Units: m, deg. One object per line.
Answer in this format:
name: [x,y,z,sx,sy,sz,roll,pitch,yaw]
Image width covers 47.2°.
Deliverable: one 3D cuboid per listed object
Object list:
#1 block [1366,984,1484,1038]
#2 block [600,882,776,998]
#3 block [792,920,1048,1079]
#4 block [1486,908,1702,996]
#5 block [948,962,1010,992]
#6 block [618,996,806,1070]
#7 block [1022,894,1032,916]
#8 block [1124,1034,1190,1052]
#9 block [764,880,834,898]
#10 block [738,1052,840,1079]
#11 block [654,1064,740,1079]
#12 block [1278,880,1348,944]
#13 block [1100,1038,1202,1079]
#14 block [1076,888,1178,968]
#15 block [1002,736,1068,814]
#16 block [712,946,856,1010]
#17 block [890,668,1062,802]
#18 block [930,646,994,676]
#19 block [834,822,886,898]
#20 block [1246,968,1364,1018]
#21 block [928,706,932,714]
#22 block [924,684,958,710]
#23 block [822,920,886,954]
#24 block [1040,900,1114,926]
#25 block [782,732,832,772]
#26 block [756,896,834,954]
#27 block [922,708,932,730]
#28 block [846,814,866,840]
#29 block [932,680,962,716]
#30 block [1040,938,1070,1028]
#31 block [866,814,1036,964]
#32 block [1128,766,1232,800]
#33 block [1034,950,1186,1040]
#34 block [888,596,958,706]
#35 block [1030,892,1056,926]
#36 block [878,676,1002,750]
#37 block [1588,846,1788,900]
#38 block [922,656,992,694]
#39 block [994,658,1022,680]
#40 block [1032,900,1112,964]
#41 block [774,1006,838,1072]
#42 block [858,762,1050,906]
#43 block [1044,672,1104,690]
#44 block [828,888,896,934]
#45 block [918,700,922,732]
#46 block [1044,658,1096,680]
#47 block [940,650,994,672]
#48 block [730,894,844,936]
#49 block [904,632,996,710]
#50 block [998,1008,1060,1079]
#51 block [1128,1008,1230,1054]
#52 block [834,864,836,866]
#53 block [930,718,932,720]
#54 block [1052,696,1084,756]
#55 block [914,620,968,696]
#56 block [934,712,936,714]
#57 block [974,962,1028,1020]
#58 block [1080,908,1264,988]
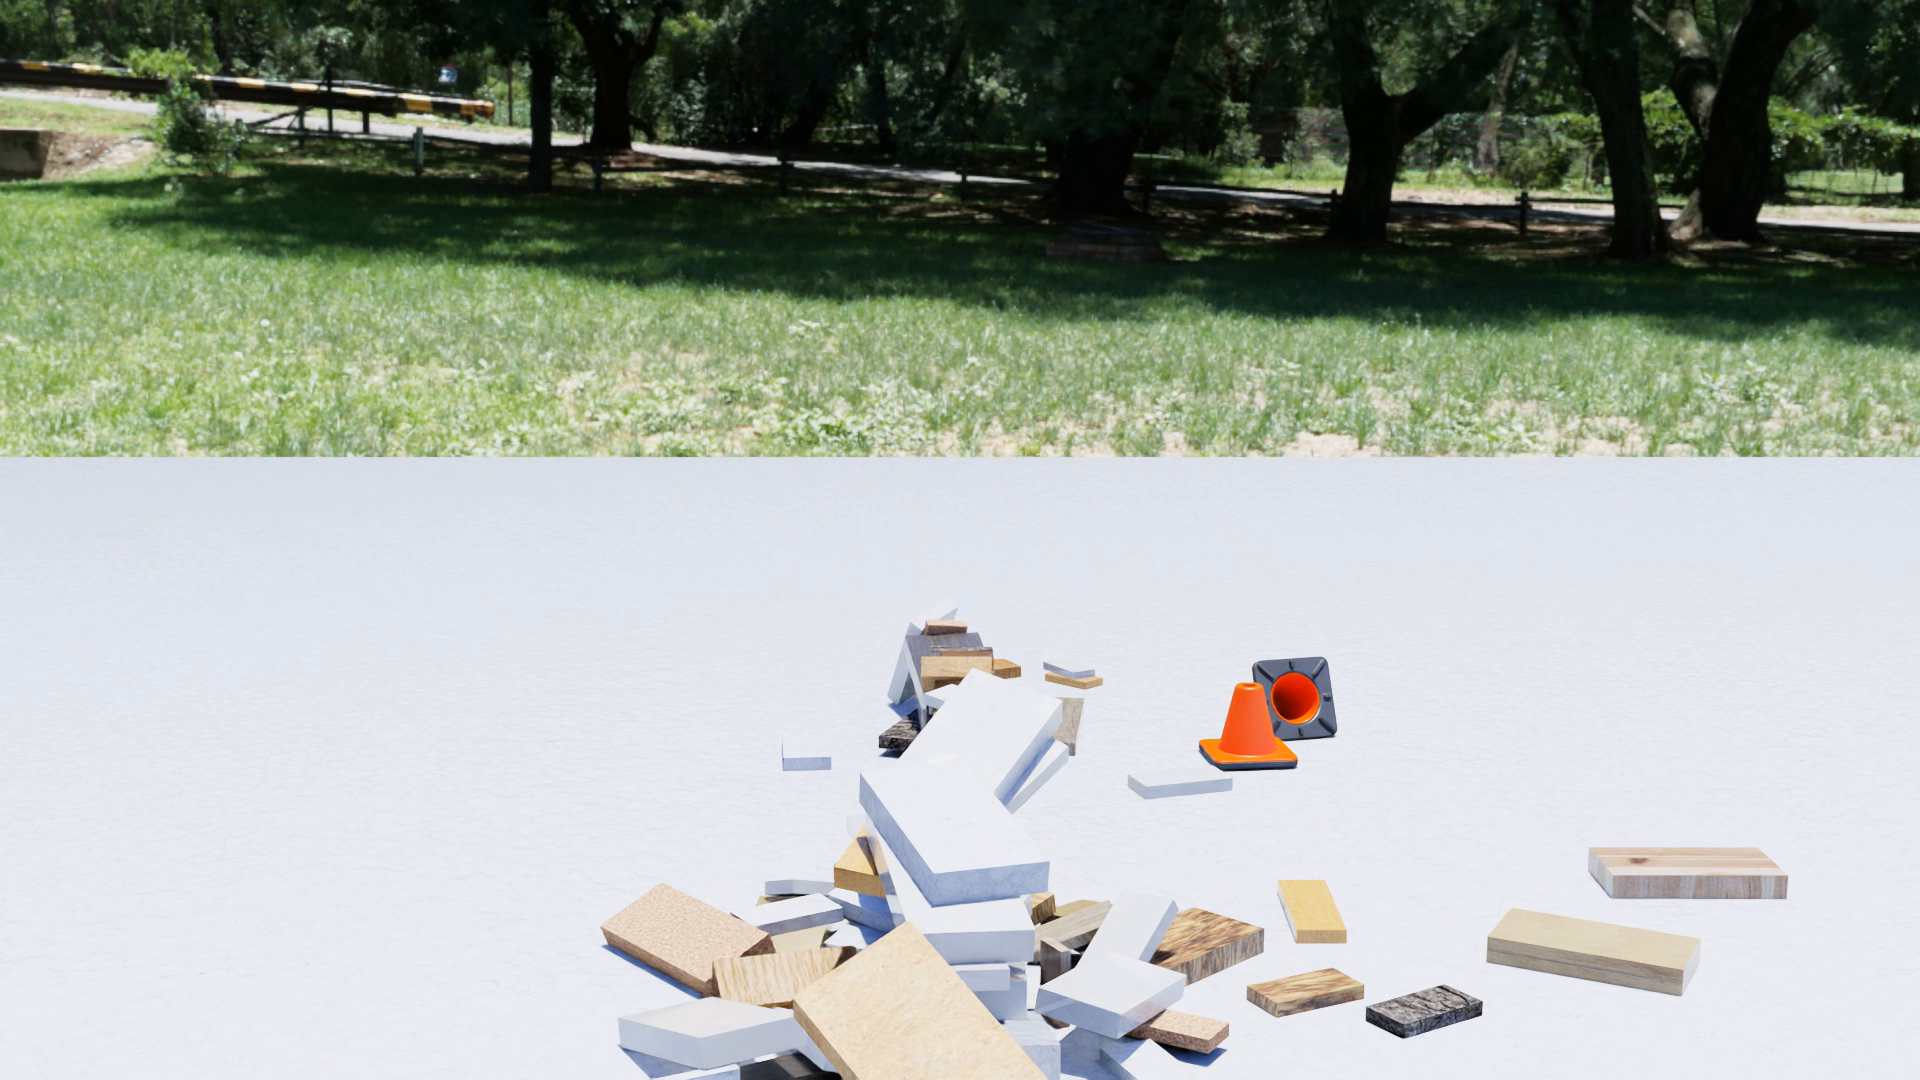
block: [0.665,0.675,3.151,0.155,0.022,0.077,-7,12,-32]
block: [-0.418,0.608,3.354,0.123,0.035,0.298,-34,28,-31]
block: [-0.024,0.637,2.625,0.177,0.050,0.355,-30,58,-25]
block: [0.967,0.627,3.359,0.290,0.041,0.145,6,12,28]
block: [0.005,0.570,2.952,0.098,0.028,0.195,0,1,-7]
block: [-0.340,0.663,2.967,0.145,0.041,0.290,-6,-2,-30]
block: [0.019,0.563,3.205,0.117,0.033,0.234,-2,7,17]
block: [0.276,0.686,3.098,0.138,0.020,0.069,7,12,31]
block: [-0.229,0.567,3.559,0.158,0.022,0.079,12,-17,-38]
block: [-0.239,0.716,2.937,0.142,0.020,0.071,-6,12,-31]
block: [-0.369,0.717,2.788,0.186,0.071,0.020,-5,12,-27]
block: [0.568,0.599,3.557,0.079,0.022,0.235,0,11,1]
block: [0.257,0.713,2.945,0.077,0.022,0.155,-5,11,-23]
block: [0.242,0.601,3.256,0.091,0.026,0.183,4,45,39]
block: [0.051,0.386,3.524,0.123,0.035,0.247,27,48,29]
block: [-0.248,0.644,3.202,0.212,0.026,0.091,-3,39,-16]
block: [0.012,0.349,3.505,0.167,0.047,0.334,19,44,23]
block: [0.003,0.260,4.350,0.127,0.036,0.254,1,12,0]
block: [-0.085,0.450,3.269,0.123,0.035,0.247,9,25,15]
block: [0.506,0.662,3.221,0.155,0.022,0.077,-5,12,-27]
block: [-0.002,0.293,4.383,0.123,0.035,0.246,1,14,-2]
block: [0.034,0.297,3.862,0.202,0.020,0.072,17,22,40]
block: [-0.131,0.618,3.444,0.098,0.028,0.195,4,11,20]
block: [0.215,0.594,3.438,0.091,0.026,0.182,-10,4,-35]
block: [-0.312,0.428,4.467,0.096,0.027,0.192,-1,11,-5]
block: [-0.269,0.616,3.435,0.123,0.035,0.247,1,11,3]
block: [0.014,0.418,4.238,0.159,0.045,0.318,0,23,-4]
block: [-0.104,0.481,3.423,0.091,0.026,0.389,-5,7,-11]
block: [0.014,0.301,4.133,0.127,0.036,0.254,1,-12,-2]
block: [0.136,0.631,3.135,0.016,0.114,0.057,-6,12,-28]
block: [-0.021,0.472,3.071,0.167,0.047,0.401,0,18,-11]
block: [0.425,0.468,4.253,0.181,0.026,0.090,-4,11,-18]
block: [0.212,0.630,3.060,0.123,0.035,0.247,13,8,25]
block: [-0.083,0.246,4.831,0.035,0.246,0.123,38,46,22]
block: [0.015,0.566,3.502,0.261,0.033,0.117,13,29,42]
block: [-0.034,0.366,4.711,0.090,0.026,0.552,4,11,18]
block: [1.225,0.561,3.712,0.290,0.041,0.145,0,11,0]
block: [-0.006,0.256,4.094,0.127,0.036,0.254,0,-12,0]
block: [0.042,0.307,5.124,0.181,0.026,0.090,-5,12,-26]
block: [0.170,0.599,3.362,0.135,0.019,0.068,-25,20,19]
block: [-0.182,0.685,2.994,0.091,0.026,0.183,18,-1,-29]
block: [-0.014,0.410,3.109,0.167,0.047,0.334,-3,19,-20]
block: [0.262,0.321,5.070,0.123,0.017,0.062,10,14,43]
block: [-0.082,0.570,3.441,0.234,0.033,0.117,13,33,41]
block: [0.003,0.382,4.438,0.159,0.045,0.318,-1,23,-5]
block: [0.253,0.299,5.094,0.062,0.017,0.123,-7,12,-32]
block: [0.012,0.233,4.234,0.096,0.027,0.192,0,0,-2]
block: [-0.270,0.587,3.432,0.158,0.022,0.079,-7,12,-32]
block: [-0.014,0.283,4.558,0.159,0.045,0.318,-3,23,-9]
block: [0.025,0.655,2.853,0.177,0.050,0.355,0,-5,-3]
block: [0.296,0.676,3.047,0.138,0.020,0.069,6,12,30]
block: [-0.142,0.551,3.806,0.091,0.026,0.182,4,11,19]
block: [0.009,0.357,3.809,0.121,0.034,0.241,1,-19,0]
block: [0.207,0.392,4.659,0.096,0.027,0.366,1,11,6]
block: [-0.041,0.255,4.736,0.087,0.175,0.025,3,26,-14]
block: [0.010,0.347,3.985,0.121,0.034,0.241,1,-12,-1]
block: [0.003,0.625,3.086,0.177,0.050,0.355,0,-5,1]
block: [0.326,0.629,3.353,0.138,0.039,0.275,10,14,43]
